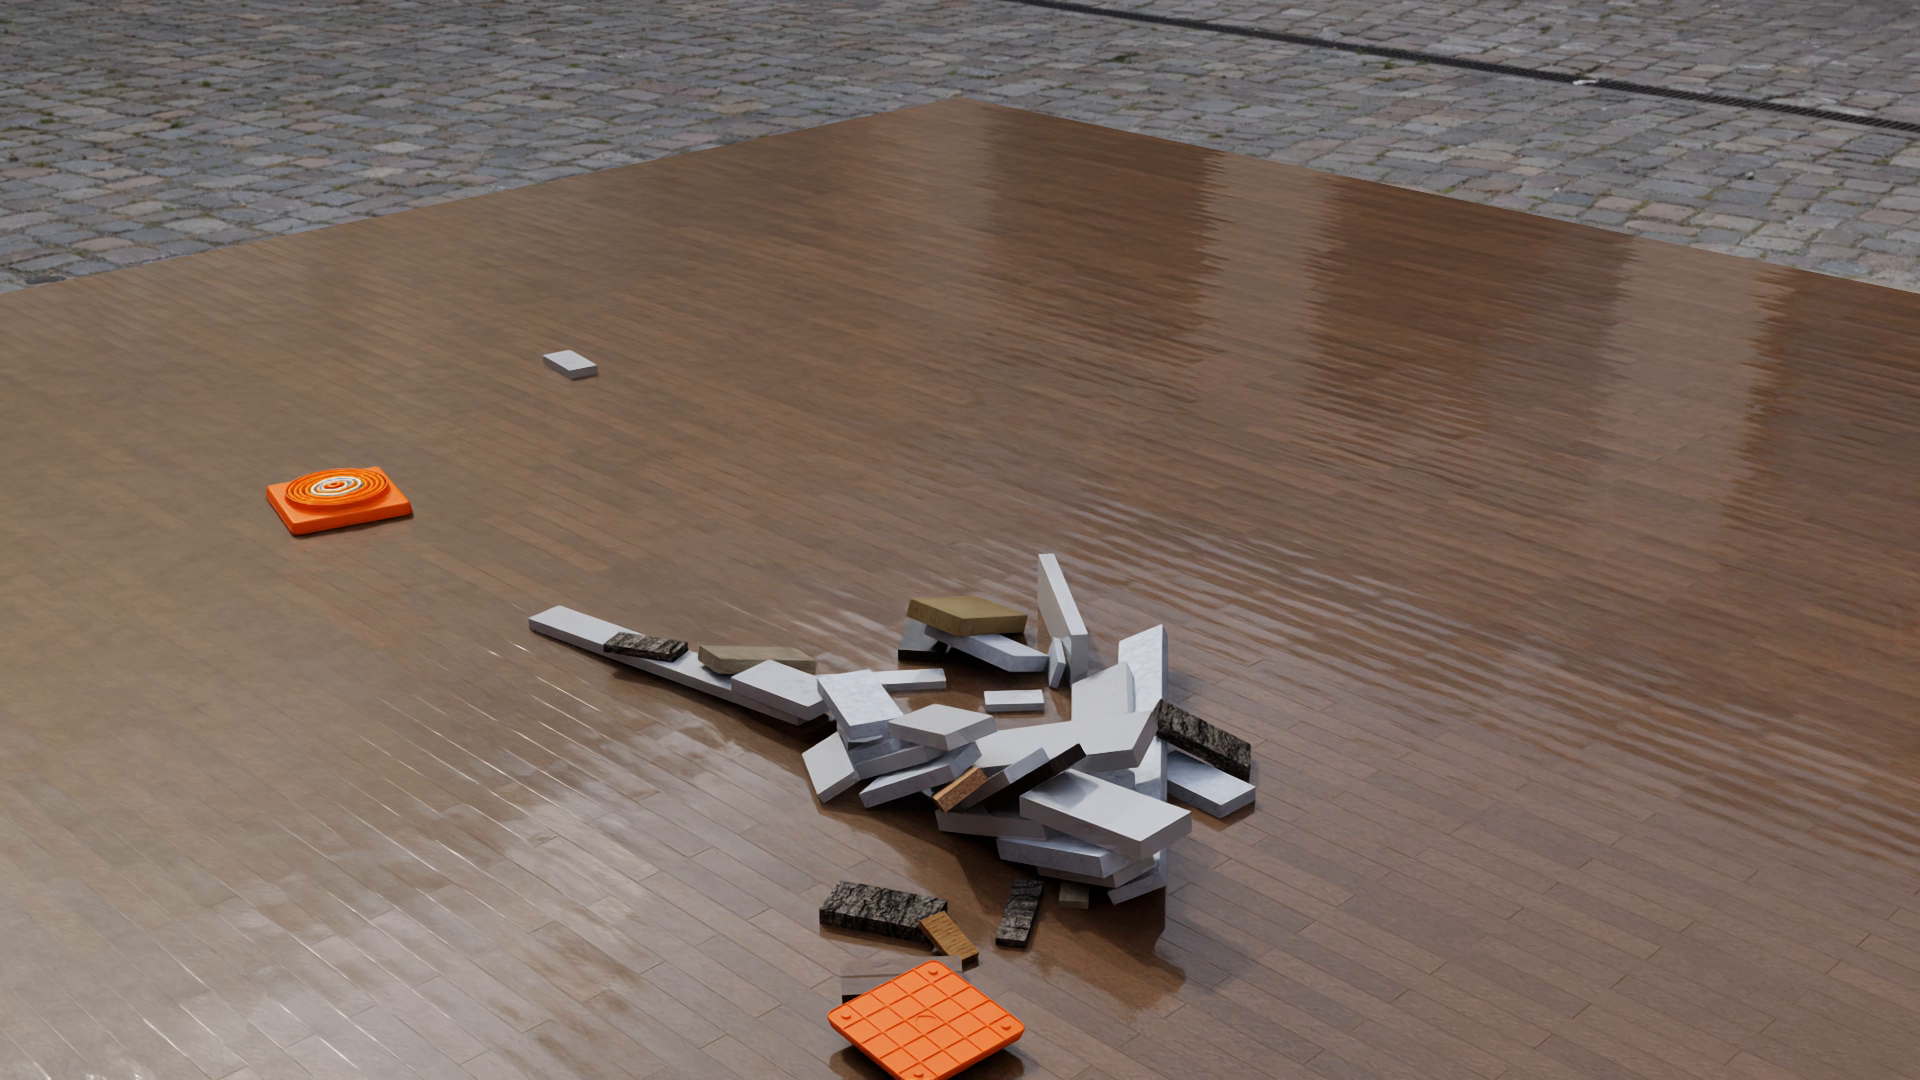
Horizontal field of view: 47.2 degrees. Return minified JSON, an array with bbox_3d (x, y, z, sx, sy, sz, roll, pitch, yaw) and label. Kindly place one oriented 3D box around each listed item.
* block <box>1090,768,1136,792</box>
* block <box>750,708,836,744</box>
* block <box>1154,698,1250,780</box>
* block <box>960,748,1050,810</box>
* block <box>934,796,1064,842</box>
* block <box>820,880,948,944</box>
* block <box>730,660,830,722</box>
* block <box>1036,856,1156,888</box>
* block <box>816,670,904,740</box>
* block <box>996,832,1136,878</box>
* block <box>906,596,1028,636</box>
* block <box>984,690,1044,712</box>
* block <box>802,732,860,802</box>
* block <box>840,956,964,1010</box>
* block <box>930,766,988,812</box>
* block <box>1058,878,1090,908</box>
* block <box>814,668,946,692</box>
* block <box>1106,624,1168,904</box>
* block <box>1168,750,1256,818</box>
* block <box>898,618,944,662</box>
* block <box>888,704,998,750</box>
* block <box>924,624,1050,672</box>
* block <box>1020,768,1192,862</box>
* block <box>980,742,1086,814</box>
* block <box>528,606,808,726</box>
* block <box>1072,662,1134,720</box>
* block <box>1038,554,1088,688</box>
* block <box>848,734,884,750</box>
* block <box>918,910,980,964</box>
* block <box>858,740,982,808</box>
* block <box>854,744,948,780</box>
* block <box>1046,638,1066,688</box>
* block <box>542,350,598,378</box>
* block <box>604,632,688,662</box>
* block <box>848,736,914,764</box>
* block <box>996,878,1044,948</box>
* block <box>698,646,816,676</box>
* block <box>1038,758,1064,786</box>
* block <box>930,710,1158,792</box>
[{"bbox_3d":[0.224,0.467,4.517,0.148,0.042,0.297,-8,15,-22],"label":"block"},{"bbox_3d":[-0.364,0.390,4.809,0.179,0.025,0.090,20,30,38],"label":"block"},{"bbox_3d":[0.507,0.418,4.617,0.218,0.031,0.109,27,24,-4],"label":"block"},{"bbox_3d":[0.084,0.466,4.290,0.103,0.029,0.206,-27,-6,-32],"label":"block"},{"bbox_3d":[0.108,0.536,4.330,0.149,0.042,0.298,-22,14,-42],"label":"block"},{"bbox_3d":[-0.142,0.691,4.092,0.214,0.030,0.107,8,24,17],"label":"block"},{"bbox_3d":[-0.374,0.327,4.806,0.239,0.034,0.120,17,28,38],"label":"block"},{"bbox_3d":[0.255,0.614,4.175,0.107,0.030,0.214,-21,13,-38],"label":"block"},{"bbox_3d":[-0.211,0.347,4.659,0.120,0.034,0.239,-8,24,-18],"label":"block"},{"bbox_3d":[0.223,0.580,4.197,0.149,0.042,0.298,-21,13,-37],"label":"block"},{"bbox_3d":[0.019,0.177,5.150,0.148,0.042,0.297,20,10,30],"label":"block"},{"bbox_3d":[0.120,0.358,4.894,0.130,0.018,0.065,-1,23,-3],"label":"block"},{"bbox_3d":[-0.268,0.471,4.567,0.090,0.025,0.179,-33,27,0],"label":"block"},{"bbox_3d":[-0.102,0.781,3.882,0.214,0.030,0.107,-2,23,-4],"label":"block"},{"bbox_3d":[-0.002,0.487,4.308,0.103,0.029,0.206,-37,-1,-6],"label":"block"},{"bbox_3d":[0.218,0.663,4.178,0.055,0.016,0.111,2,23,5],"label":"block"},{"bbox_3d":[-0.199,0.322,4.980,0.330,0.018,0.065,-3,23,-6],"label":"block"},{"bbox_3d":[0.378,0.440,4.601,0.109,0.031,1.054,-23,20,15],"label":"block"},{"bbox_3d":[0.490,0.502,4.538,0.109,0.031,0.218,-20,30,-39],"label":"block"},{"bbox_3d":[-0.083,0.231,5.181,0.097,0.027,0.193,3,23,7],"label":"block"},{"bbox_3d":[-0.038,0.378,4.452,0.117,0.033,0.235,-19,12,-29],"label":"block"},{"bbox_3d":[0.061,0.242,5.075,0.267,0.038,0.134,22,11,38],"label":"block"},{"bbox_3d":[0.272,0.515,4.140,0.298,0.042,0.149,16,27,42],"label":"block"},{"bbox_3d":[0.142,0.462,4.262,0.206,0.029,0.103,-35,-7,41],"label":"block"},{"bbox_3d":[-0.659,0.279,5.029,0.879,0.027,0.097,15,27,36],"label":"block"},{"bbox_3d":[0.311,0.363,4.784,0.134,0.038,0.267,-24,19,13],"label":"block"},{"bbox_3d":[0.239,0.184,5.156,0.038,0.134,0.458,-3,23,-7],"label":"block"},{"bbox_3d":[-0.201,0.413,4.762,0.073,0.021,0.146,1,23,2],"label":"block"},{"bbox_3d":[-0.021,0.724,3.990,0.055,0.016,0.111,-17,47,-34],"label":"block"},{"bbox_3d":[-0.081,0.475,4.451,0.235,0.033,0.117,-22,8,33],"label":"block"},{"bbox_3d":[-0.106,0.441,4.531,0.117,0.033,0.235,-23,1,-43],"label":"block"},{"bbox_3d":[0.217,0.280,5.015,0.018,0.065,0.130,15,21,-9],"label":"block"},{"bbox_3d":[-1.251,-0.564,7.056,0.097,0.027,0.194,-16,28,-32],"label":"block"},{"bbox_3d":[-0.722,0.246,5.052,0.180,0.021,0.073,7,23,21],"label":"block"},{"bbox_3d":[-0.167,0.433,4.595,0.090,0.025,0.179,-23,1,-43],"label":"block"},{"bbox_3d":[0.112,0.695,4.102,0.055,0.016,0.206,5,23,11],"label":"block"},{"bbox_3d":[-0.459,0.273,4.982,0.239,0.034,0.120,3,11,-31],"label":"block"},{"bbox_3d":[0.174,0.499,4.377,0.073,0.146,0.021,45,52,10],"label":"block"},{"bbox_3d":[0.165,0.431,4.480,0.463,0.042,0.149,-10,23,26],"label":"block"}]
